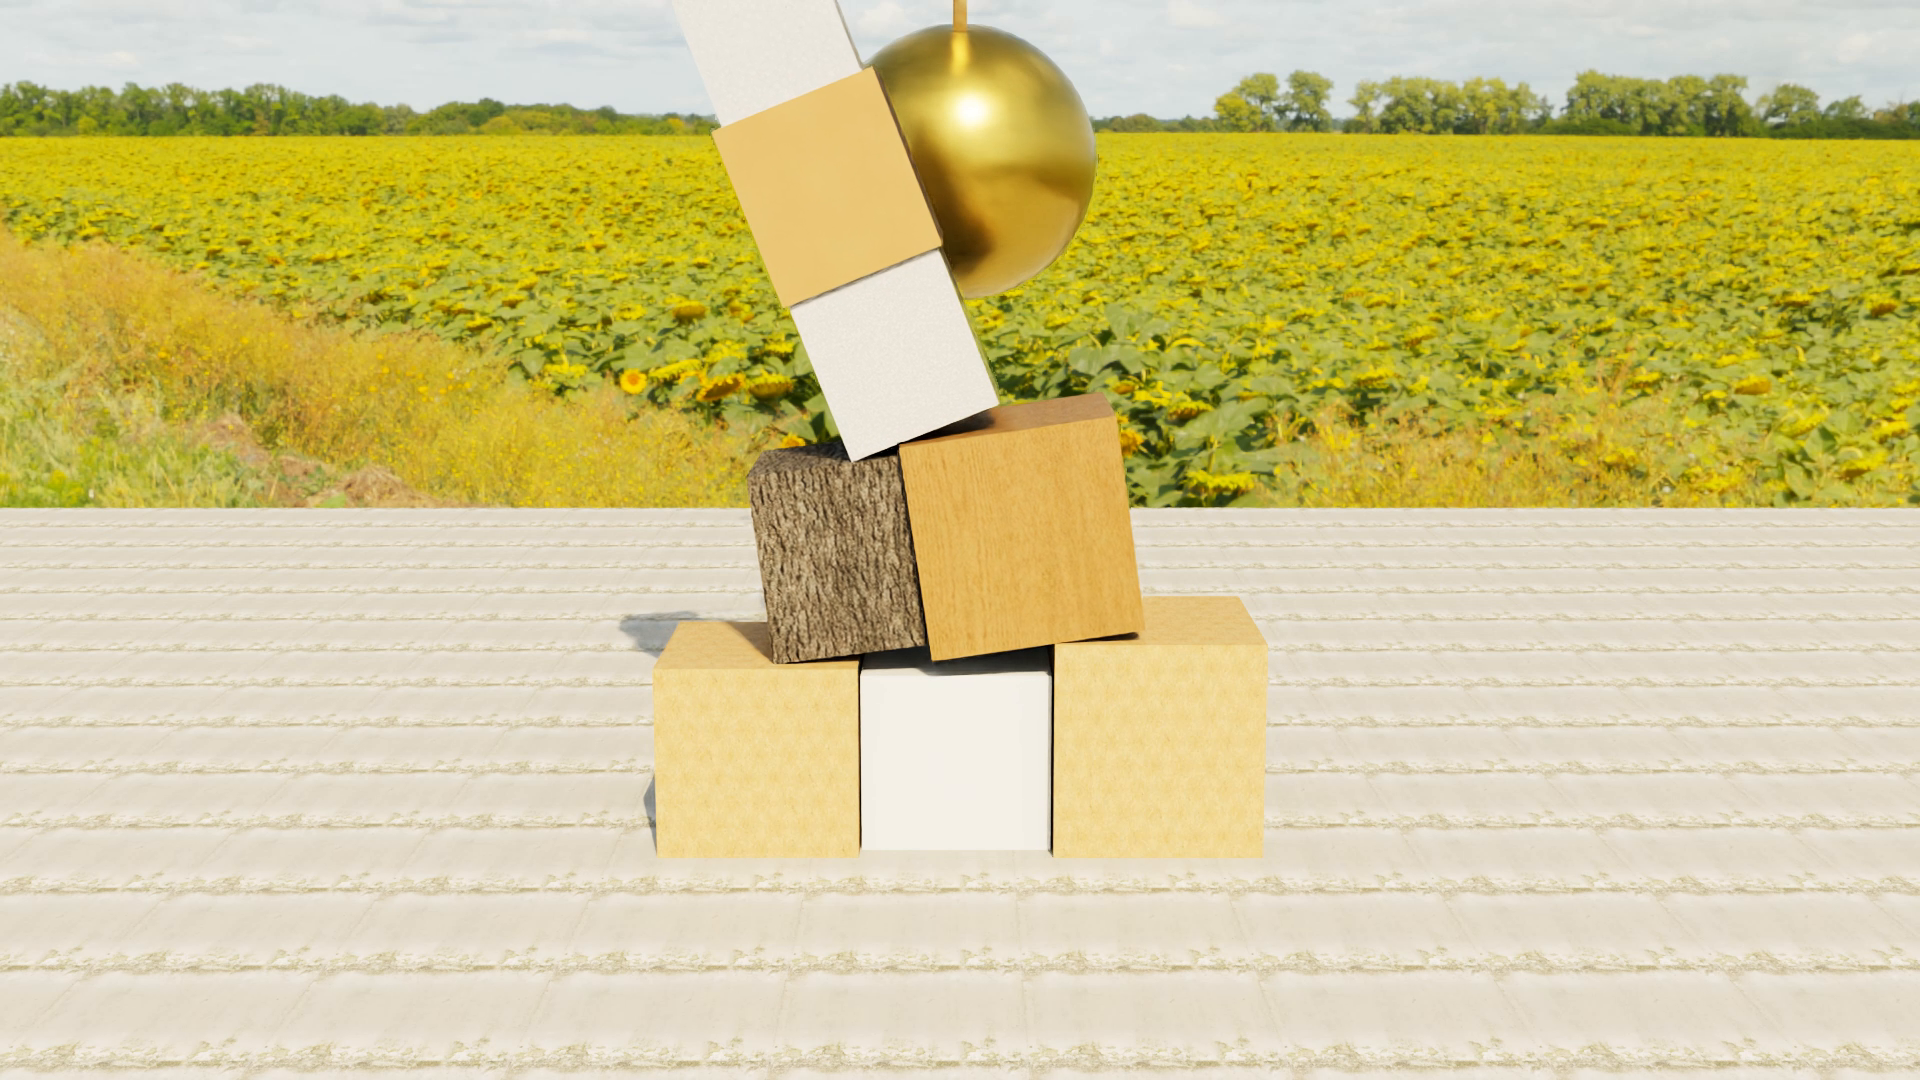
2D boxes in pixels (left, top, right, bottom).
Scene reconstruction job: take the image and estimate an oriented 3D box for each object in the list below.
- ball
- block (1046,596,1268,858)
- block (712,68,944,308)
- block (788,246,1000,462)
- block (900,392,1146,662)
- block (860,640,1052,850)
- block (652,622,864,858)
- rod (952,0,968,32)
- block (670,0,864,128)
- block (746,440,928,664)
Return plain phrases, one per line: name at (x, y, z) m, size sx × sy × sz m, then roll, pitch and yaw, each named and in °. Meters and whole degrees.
ball at (0.000, -2.210, 12.887) m, size 1.600 × 1.600 × 1.600 m, roll 0°, pitch 10°, yaw 0°
block at (0.982, 0.939, 11.371) m, size 1.037 × 1.083 × 1.166 m, roll 0°, pitch 10°, yaw 0°
block at (-0.628, -1.748, 10.875) m, size 0.820 × 0.892 × 0.942 m, roll -21°, pitch 10°, yaw 4°
block at (-0.316, -0.964, 10.998) m, size 0.771 × 0.812 × 0.843 m, roll -21°, pitch 10°, yaw 4°
block at (0.307, -0.093, 11.147) m, size 1.053 × 1.063 × 1.034 m, roll -8°, pitch 10°, yaw 2°
block at (-0.019, 1.034, 11.376) m, size 0.945 × 0.895 × 0.881 m, roll 0°, pitch 10°, yaw 0°
block at (-1.000, 1.006, 11.346) m, size 0.998 × 0.961 × 1.090 m, roll 0°, pitch 10°, yaw 0°
rod at (0.000, -5.138, 11.160) m, size 0.080 × 5.200 × 0.080 m, roll 0°, pitch 31°, yaw 0°
block at (-0.923, -2.457, 10.756) m, size 0.717 × 0.662 × 0.643 m, roll -21°, pitch 10°, yaw 4°
block at (-0.600, 0.023, 11.177) m, size 0.760 × 0.942 × 0.908 m, roll -7°, pitch 10°, yaw 1°
